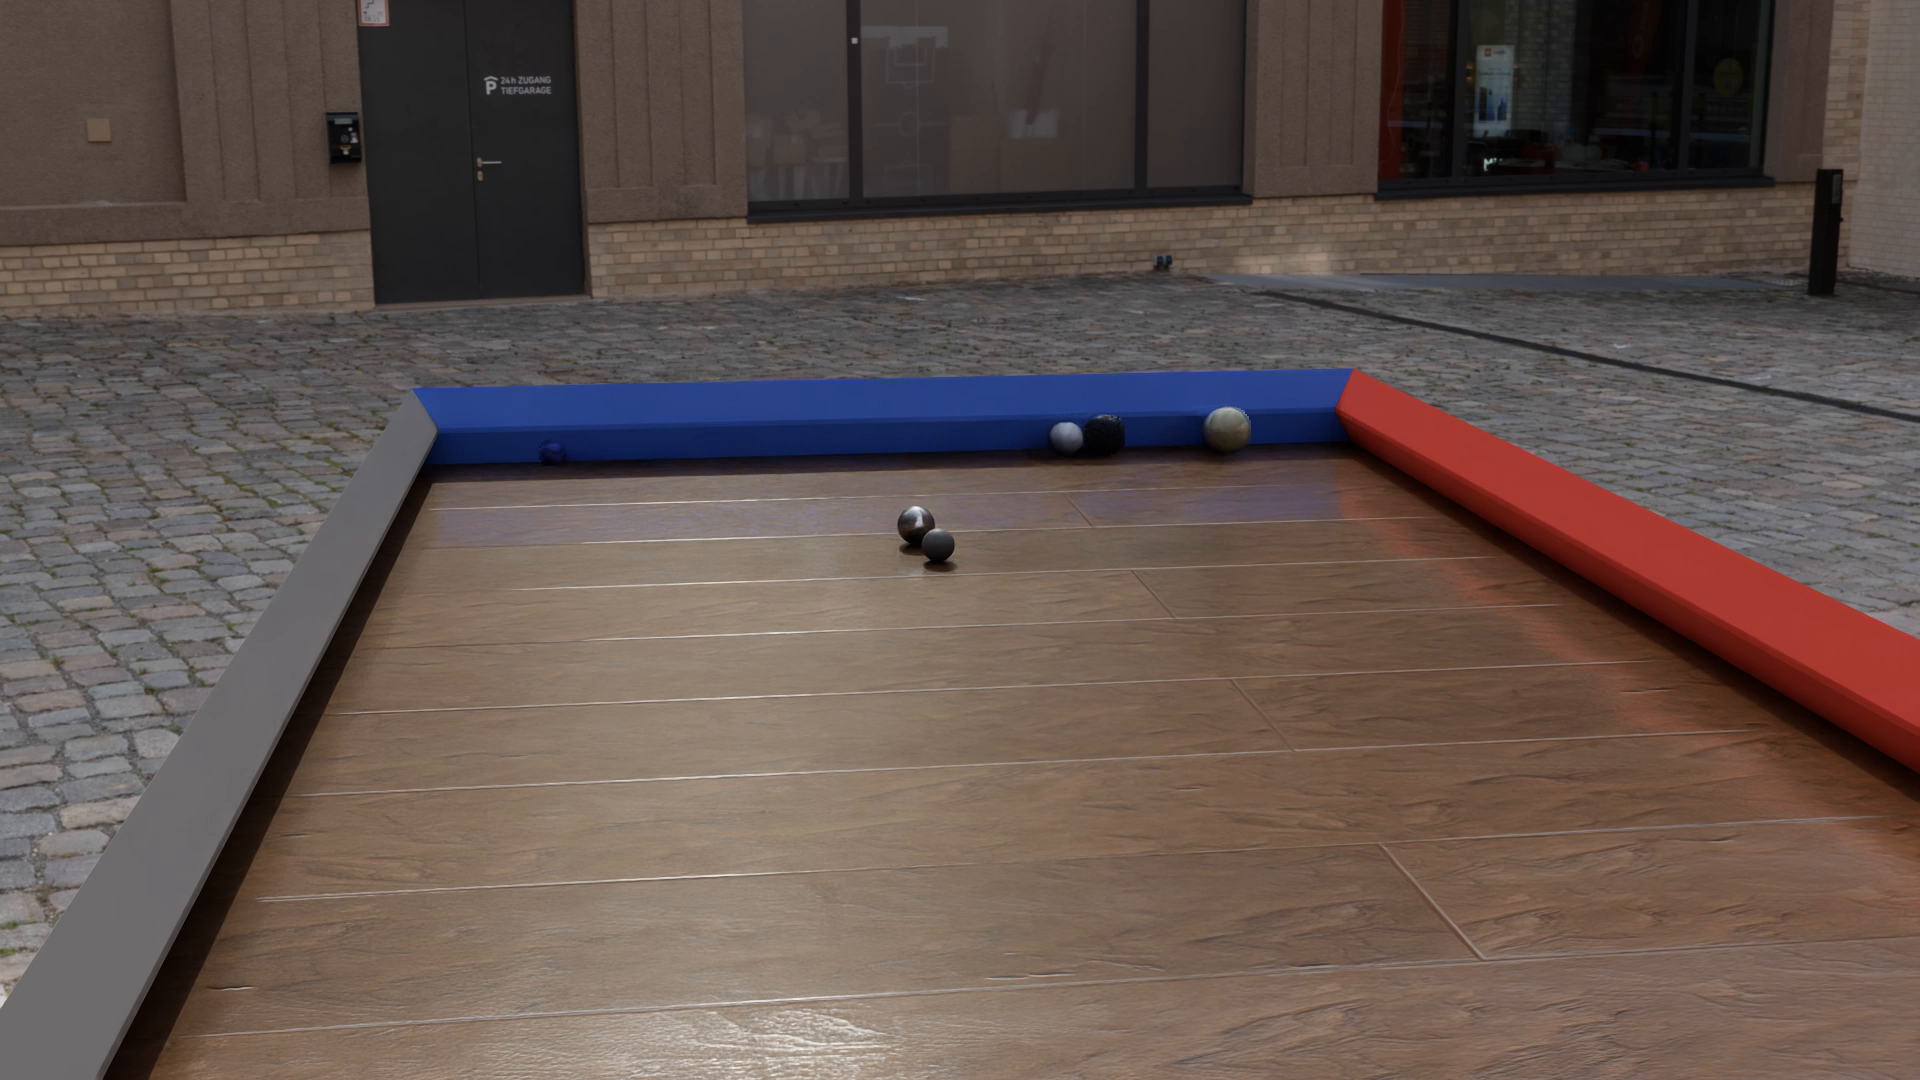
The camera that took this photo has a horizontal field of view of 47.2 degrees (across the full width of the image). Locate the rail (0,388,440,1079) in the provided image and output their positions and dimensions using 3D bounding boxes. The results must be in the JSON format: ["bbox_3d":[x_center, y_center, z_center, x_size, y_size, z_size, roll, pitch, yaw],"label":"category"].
[{"bbox_3d":[-0.648,0.163,2.050,0.045,0.123,3.104,-2,13,-8],"label":"rail"}]

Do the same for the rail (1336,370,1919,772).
[{"bbox_3d":[0.859,0.117,2.253,0.045,0.123,3.104,-2,13,-8],"label":"rail"}]

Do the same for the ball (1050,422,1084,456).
[{"bbox_3d":[0.175,-0.167,3.630,0.057,0.057,0.057,0,13,0],"label":"ball"}]

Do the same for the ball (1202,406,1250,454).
[{"bbox_3d":[0.442,-0.182,3.650,0.077,0.077,0.077,0,13,0],"label":"ball"}]

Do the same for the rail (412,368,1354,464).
[{"bbox_3d":[-0.103,-0.202,3.626,1.568,0.123,0.045,-2,13,-8],"label":"rail"}]

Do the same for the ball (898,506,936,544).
[{"bbox_3d":[-0.060,-0.020,3.005,0.052,0.052,0.052,0,13,0],"label":"ball"}]

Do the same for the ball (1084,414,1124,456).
[{"bbox_3d":[0.237,-0.174,3.634,0.067,0.067,0.067,0,13,0],"label":"ball"}]

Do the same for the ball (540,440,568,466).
[{"bbox_3d":[-0.654,-0.139,3.541,0.042,0.042,0.042,0,13,0],"label":"ball"}]

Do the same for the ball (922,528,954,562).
[{"bbox_3d":[-0.029,0.007,2.907,0.044,0.044,0.044,0,13,0],"label":"ball"}]
